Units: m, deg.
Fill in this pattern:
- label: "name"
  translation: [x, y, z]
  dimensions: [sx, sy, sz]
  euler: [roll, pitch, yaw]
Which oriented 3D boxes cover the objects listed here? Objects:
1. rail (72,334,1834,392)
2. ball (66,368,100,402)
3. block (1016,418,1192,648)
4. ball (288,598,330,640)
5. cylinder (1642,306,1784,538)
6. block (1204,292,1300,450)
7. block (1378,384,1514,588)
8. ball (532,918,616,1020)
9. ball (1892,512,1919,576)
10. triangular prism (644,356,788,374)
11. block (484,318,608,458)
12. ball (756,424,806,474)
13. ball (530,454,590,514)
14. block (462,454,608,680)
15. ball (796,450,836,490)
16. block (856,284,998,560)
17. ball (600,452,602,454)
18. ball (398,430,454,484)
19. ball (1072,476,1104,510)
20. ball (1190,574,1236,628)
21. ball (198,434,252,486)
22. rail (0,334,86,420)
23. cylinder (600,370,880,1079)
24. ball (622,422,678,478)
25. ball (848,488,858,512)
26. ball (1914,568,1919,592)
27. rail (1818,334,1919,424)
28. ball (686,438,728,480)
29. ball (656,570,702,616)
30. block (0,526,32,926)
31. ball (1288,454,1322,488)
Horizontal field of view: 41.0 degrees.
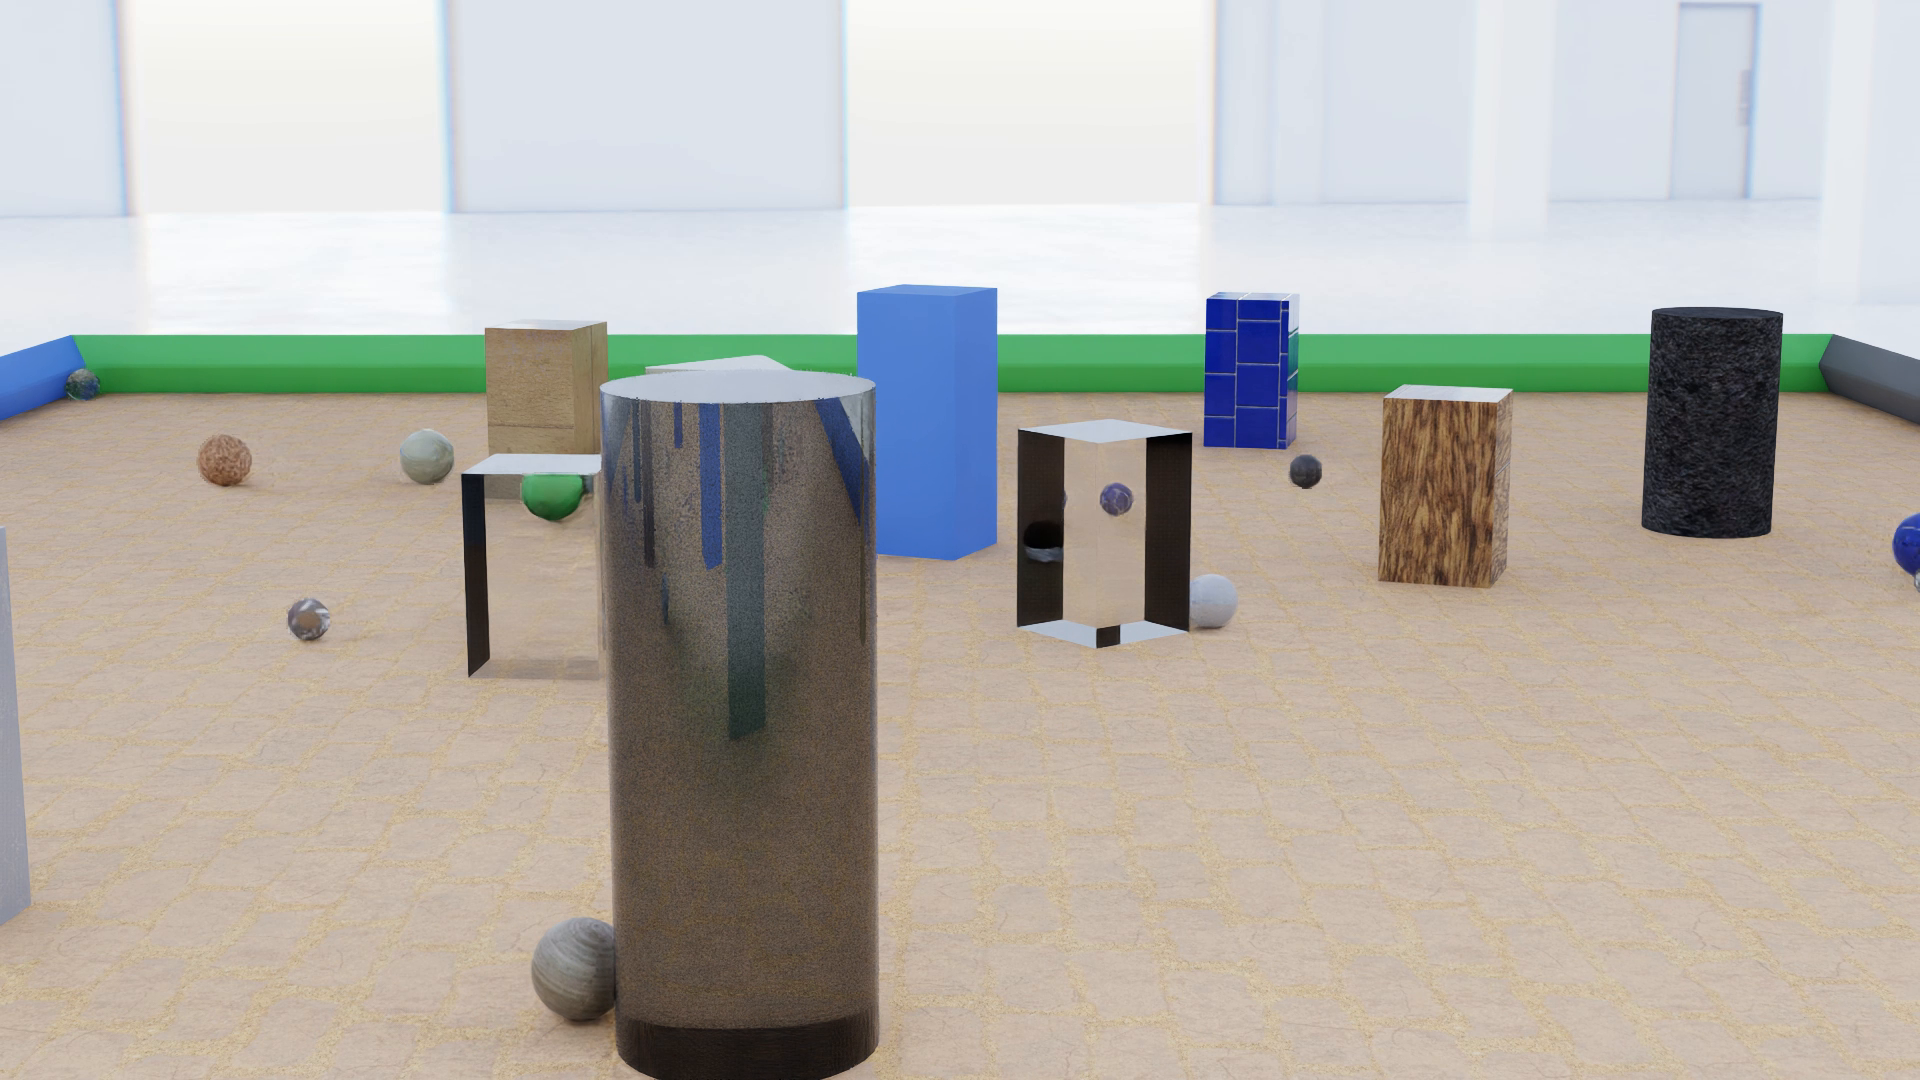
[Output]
- label: "rail"
  translation: [-0.014, -0.395, 5.764]
  dimensions: [3.970, 0.129, 0.045]
  euler: [0, 10, 0]
- label: "ball"
  translation: [-1.926, -0.340, 5.635]
  dimensions: [0.071, 0.071, 0.071]
  euler: [0, 10, 0]
- label: "block"
  translation: [0.187, -0.012, 3.333]
  dimensions: [0.159, 0.263, 0.159]
  euler: [-8, 13, -37]
- label: "ball"
  translation: [-0.836, 0.102, 3.293]
  dimensions: [0.054, 0.054, 0.054]
  euler: [0, 10, 0]
- label: "cylinder"
  translation: [1.192, -0.189, 4.068]
  dimensions: [0.199, 0.344, 0.199]
  euler: [0, 10, 0]
- label: "block"
  translation: [0.569, -0.332, 5.001]
  dimensions: [0.159, 0.286, 0.159]
  euler: [3, 11, 14]
- label: "block"
  translation: [0.700, -0.080, 3.696]
  dimensions: [0.159, 0.264, 0.159]
  euler: [4, 11, 19]
- label: "ball"
  translation: [-0.292, 0.331, 1.984]
  dimensions: [0.078, 0.078, 0.078]
  euler: [0, 10, 0]
- label: "ball"
  translation: [1.389, 0.007, 3.679]
  dimensions: [0.100, 0.100, 0.100]
  euler: [0, 10, 0]
- label: "triangular prism"
  translation: [-0.250, -0.007, 2.944]
  dimensions: [0.173, 0.395, 0.150]
  euler: [2, 11, 13]
- label: "block"
  translation: [-0.715, -0.233, 4.463]
  dimensions: [0.159, 0.286, 0.159]
  euler: [3, 11, 14]
- label: "ball"
  translation: [-0.322, -0.164, 4.632]
  dimensions: [0.089, 0.089, 0.089]
  euler: [0, 10, 0]
- label: "ball"
  translation: [-0.657, -0.092, 4.214]
  dimensions: [0.099, 0.099, 0.099]
  euler: [0, 10, 0]
- label: "block"
  translation: [-0.507, 0.030, 3.141]
  dimensions: [0.159, 0.249, 0.159]
  euler: [1, 11, 4]
- label: "ball"
  translation: [-0.249, -0.120, 4.452]
  dimensions: [0.069, 0.069, 0.069]
  euler: [0, 10, 0]
- label: "block"
  translation: [-0.048, -0.182, 3.892]
  dimensions: [0.159, 0.394, 0.159]
  euler: [5, 11, 24]
- label: "ball"
  translation: [-0.605, -0.120, 4.446]
  dimensions: [0.071, 0.071, 0.071]
  euler: [0, 10, 0]
- label: "ball"
  translation: [-0.940, -0.147, 4.522]
  dimensions: [0.097, 0.097, 0.097]
  euler: [0, 10, 0]
- label: "ball"
  translation: [0.213, -0.077, 4.258]
  dimensions: [0.055, 0.055, 0.055]
  euler: [0, 10, 0]
- label: "ball"
  translation: [0.327, 0.080, 3.364]
  dimensions: [0.071, 0.071, 0.071]
  euler: [0, 10, 0]
- label: "ball"
  translation: [-1.289, -0.140, 4.500]
  dimensions: [0.089, 0.089, 0.089]
  euler: [0, 10, 0]
- label: "rail"
  translation: [-1.961, 0.035, 3.438]
  dimensions: [0.045, 0.129, 4.757]
  euler: [0, 10, 0]
- label: "cylinder"
  translation: [-0.160, 0.133, 1.900]
  dimensions: [0.199, 0.498, 0.199]
  euler: [0, 10, 0]
- label: "ball"
  translation: [-0.555, -0.160, 4.584]
  dimensions: [0.099, 0.099, 0.099]
  euler: [0, 10, 0]
- label: "ball"
  translation: [-0.167, -0.066, 4.239]
  dimensions: [0.040, 0.040, 0.040]
  euler: [0, 10, 0]
- label: "ball"
  translation: [1.347, 0.056, 3.556]
  dimensions: [0.047, 0.047, 0.047]
  euler: [0, 10, 0]
- label: "rail"
  translation: [1.961, 0.031, 3.460]
  dimensions: [0.045, 0.129, 4.757]
  euler: [0, 10, 0]
- label: "ball"
  translation: [-0.452, -0.144, 4.564]
  dimensions: [0.075, 0.075, 0.075]
  euler: [0, 10, 0]
- label: "ball"
  translation: [-0.375, 0.072, 3.432]
  dimensions: [0.061, 0.061, 0.061]
  euler: [0, 10, 0]
- label: "block"
  translation: [-0.905, 0.167, 2.156]
  dimensions: [0.159, 0.338, 0.159]
  euler: [1, 11, 6]
- label: "ball"
  translation: [0.604, -0.120, 4.478]
  dimensions: [0.059, 0.059, 0.059]
  euler: [0, 10, 0]
